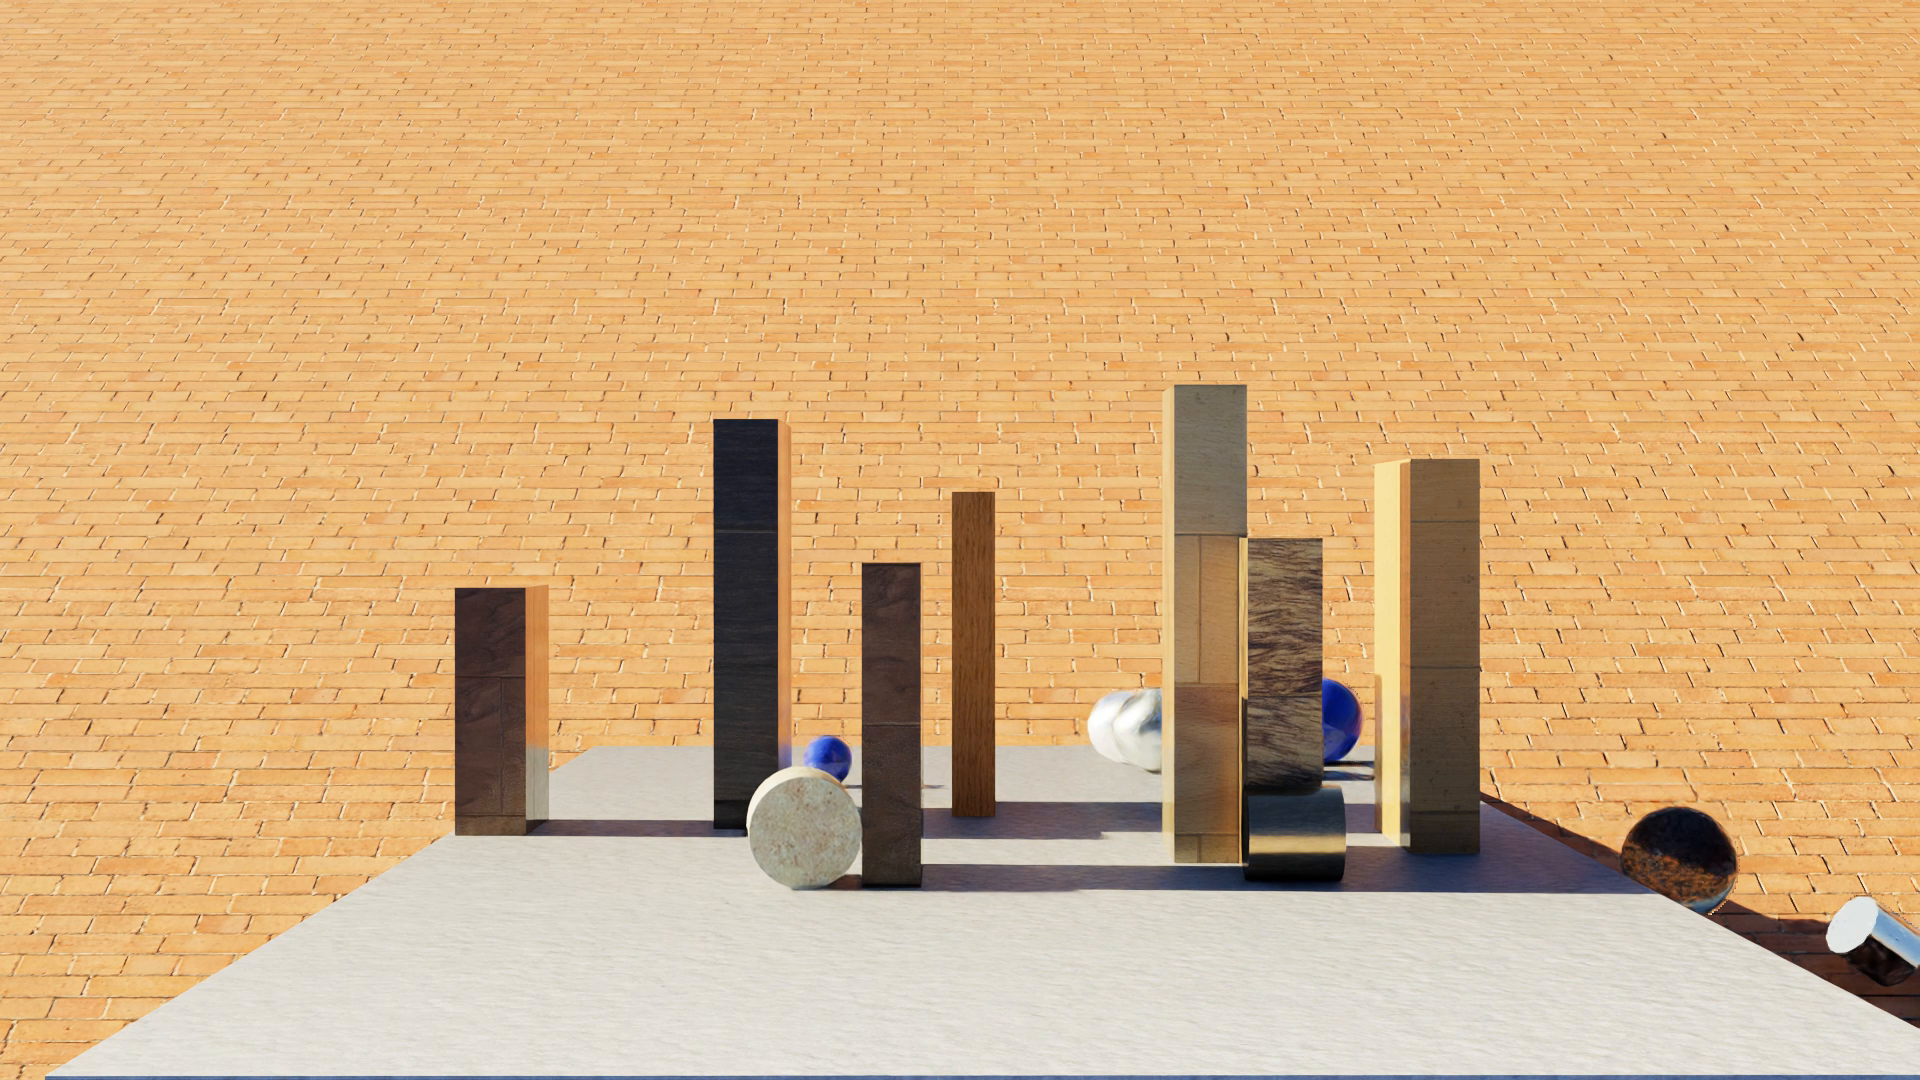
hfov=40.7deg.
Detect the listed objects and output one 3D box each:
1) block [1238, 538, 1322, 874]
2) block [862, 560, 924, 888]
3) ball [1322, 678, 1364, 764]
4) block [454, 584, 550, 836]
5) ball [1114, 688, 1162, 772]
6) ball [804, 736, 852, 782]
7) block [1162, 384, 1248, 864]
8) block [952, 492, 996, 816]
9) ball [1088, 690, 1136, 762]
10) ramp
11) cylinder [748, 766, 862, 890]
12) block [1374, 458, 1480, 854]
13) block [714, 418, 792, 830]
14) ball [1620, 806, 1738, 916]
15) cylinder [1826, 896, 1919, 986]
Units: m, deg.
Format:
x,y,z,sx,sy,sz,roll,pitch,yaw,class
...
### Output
x,y,z,sx,sy,sz,roll,pitch,yaw,class
0.525,0.267,4.346,0.122,0.542,0.342,0,0,0,block
-0.107,0.286,4.153,0.092,0.505,0.290,0,0,0,block
0.851,0.427,6.115,0.205,0.205,0.205,0,29,0,ball
-0.853,0.311,4.827,0.129,0.451,0.266,0,0,0,block
0.447,0.435,5.908,0.192,0.192,0.192,0,29,0,ball
-0.286,0.478,5.600,0.108,0.108,0.108,0,29,0,ball
0.417,0.139,4.428,0.121,0.797,0.249,0,0,0,block
0.026,0.220,5.142,0.084,0.629,0.280,0,0,0,block
0.391,0.443,6.154,0.173,0.173,0.173,0,29,0,ball
0.066,0.587,4.636,2.000,0.100,4.000,0,0,0,ramp
-0.247,0.452,4.080,0.175,0.175,0.175,-3,1,-5,cylinder
0.830,0.198,4.617,0.119,0.676,0.377,0,0,0,block
-0.397,0.155,4.982,0.120,0.761,0.382,0,0,0,block
1.263,0.566,4.543,0.198,0.198,0.198,0,29,0,ball
2.081,0.913,5.879,0.149,0.149,0.149,35,26,-14,cylinder
